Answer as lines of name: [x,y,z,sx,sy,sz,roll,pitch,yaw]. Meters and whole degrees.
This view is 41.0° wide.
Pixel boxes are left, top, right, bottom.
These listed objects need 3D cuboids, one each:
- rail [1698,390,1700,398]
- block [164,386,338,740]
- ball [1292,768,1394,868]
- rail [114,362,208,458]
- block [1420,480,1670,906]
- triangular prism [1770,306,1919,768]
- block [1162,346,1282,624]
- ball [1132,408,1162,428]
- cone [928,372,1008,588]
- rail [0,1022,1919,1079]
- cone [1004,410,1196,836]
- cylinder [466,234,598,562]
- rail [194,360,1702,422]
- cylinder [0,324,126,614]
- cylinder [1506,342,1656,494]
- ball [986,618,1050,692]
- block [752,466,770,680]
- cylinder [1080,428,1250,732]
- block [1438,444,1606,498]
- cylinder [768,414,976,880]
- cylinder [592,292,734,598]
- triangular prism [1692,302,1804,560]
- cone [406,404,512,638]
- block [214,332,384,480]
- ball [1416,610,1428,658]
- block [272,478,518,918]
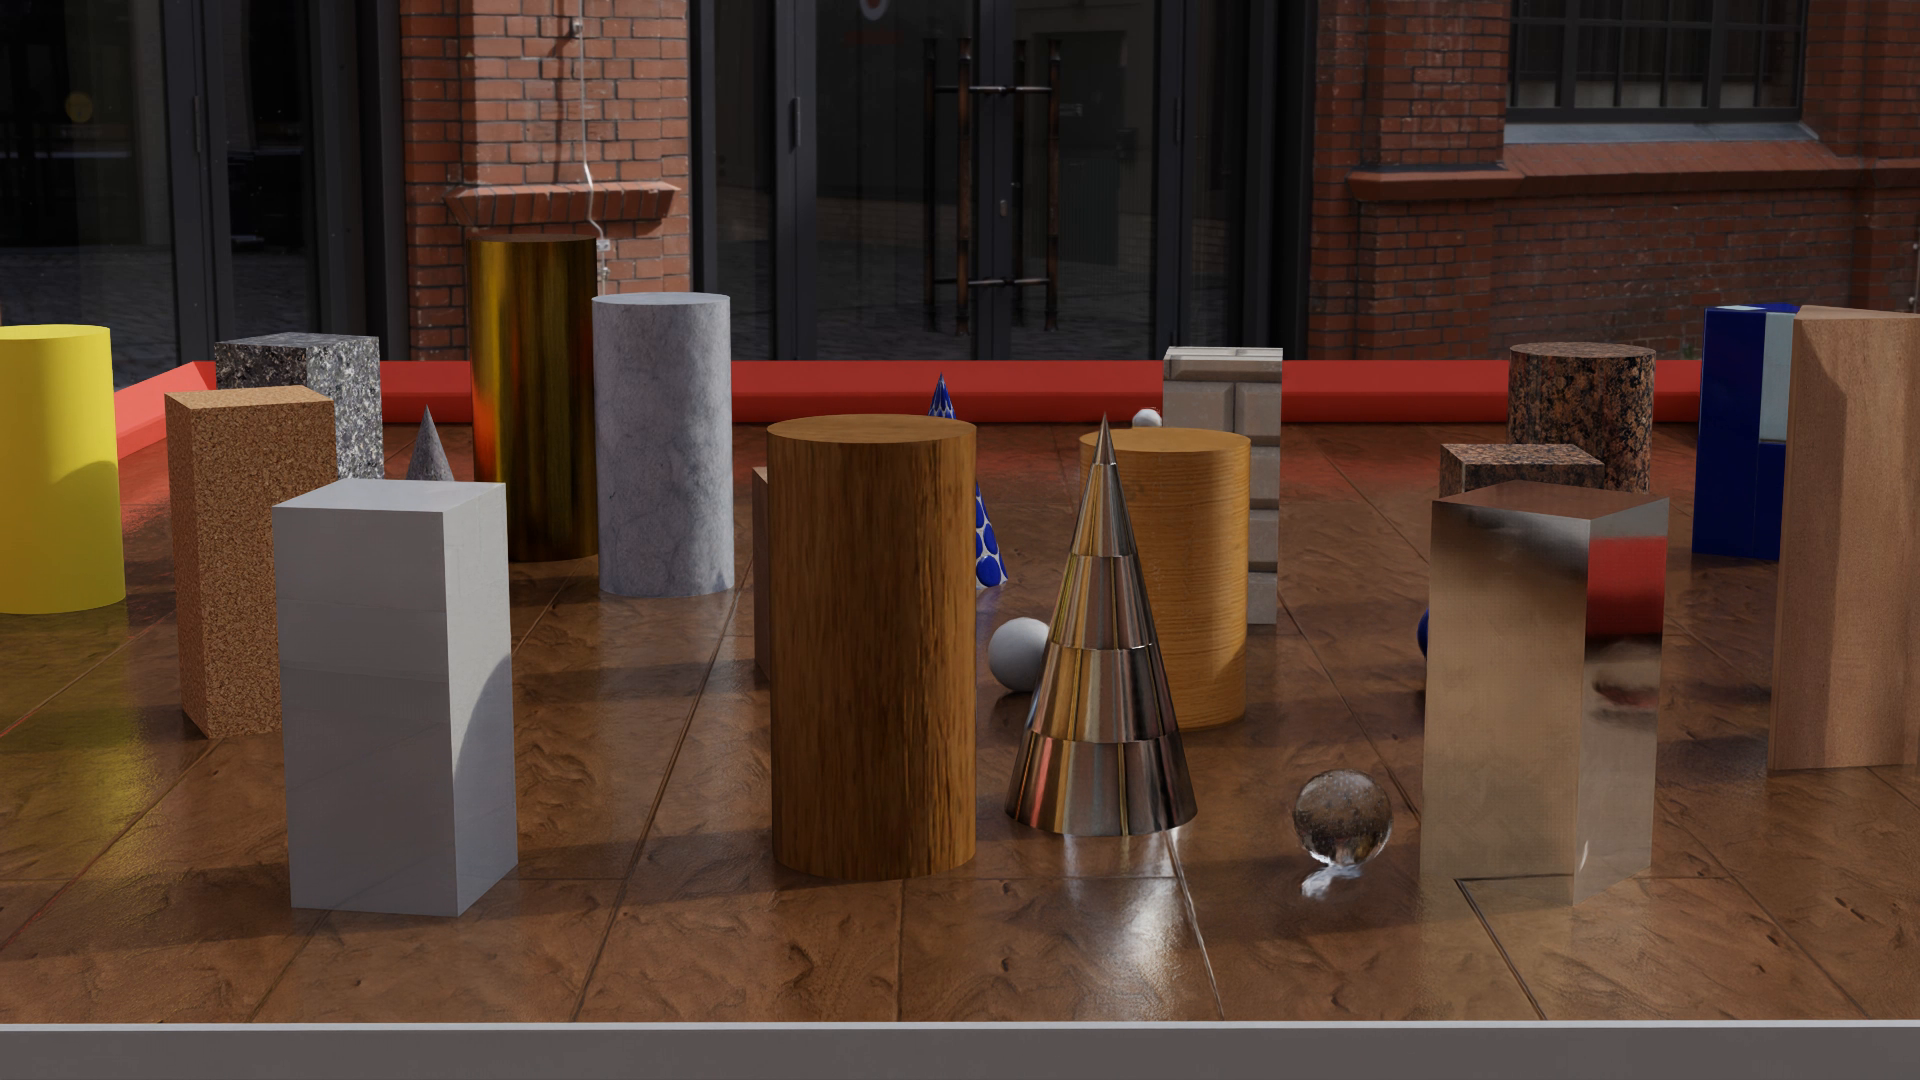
rail: [1.534,0.030,3.458,0.045,0.124,3.682,0,11,0]
block: [-0.786,0.020,2.866,0.153,0.363,0.153,-5,12,-27]
ball: [0.351,0.254,2.350,0.091,0.091,0.091,0,11,0]
rail: [-1.534,0.034,3.441,0.045,0.124,3.682,0,11,0]
block: [0.527,0.132,2.318,0.153,0.343,0.153,9,14,39]
triangular prism: [0.917,-0.007,2.720,0.166,0.470,0.143,-2,11,-9]
block: [0.349,-0.076,3.423,0.153,0.347,0.153,1,11,7]
ball: [0.366,-0.227,5.022,0.061,0.061,0.061,0,11,0]
cone: [-0.026,-0.092,3.649,0.191,0.297,0.191,0,11,0]
rail: [0.010,0.364,1.663,3.114,0.124,0.045,0,11,0]
cone: [0.139,0.070,2.504,0.191,0.397,0.191,0,11,0]
cylinder: [-0.635,-0.216,3.841,0.191,0.471,0.191,0,11,0]
rail: [-0.010,-0.301,5.236,3.114,0.124,0.045,0,11,0]
cylinder: [-1.247,-0.100,3.493,0.191,0.369,0.191,0,11,0]
cylinder: [0.834,-0.084,3.470,0.191,0.347,0.191,0,11,0]
ball: [0.075,0.134,3.005,0.087,0.087,0.087,0,11,0]
block: [-0.163,0.039,3.101,0.153,0.239,0.153,-2,11,-13]
cylinder: [0.229,0.041,2.893,0.191,0.312,0.191,0,11,0]
block: [0.633,0.046,2.921,0.153,0.292,0.153,0,11,0]
cylinder: [-0.080,0.094,2.373,0.191,0.399,0.191,0,11,0]
cylinder: [-0.415,-0.137,3.595,0.191,0.404,0.191,0,11,0]
triangular prism: [1.211,-0.167,3.857,0.166,0.368,0.143,6,12,29]
cone: [-0.671,-0.022,3.256,0.191,0.304,0.191,0,11,0]
block: [-0.895,-0.095,3.497,0.153,0.358,0.153,5,12,25]
ball: [0.597,0.115,3.116,0.084,0.084,0.084,0,11,0]
block: [-0.496,0.135,2.270,0.153,0.355,0.153,2,11,10]
